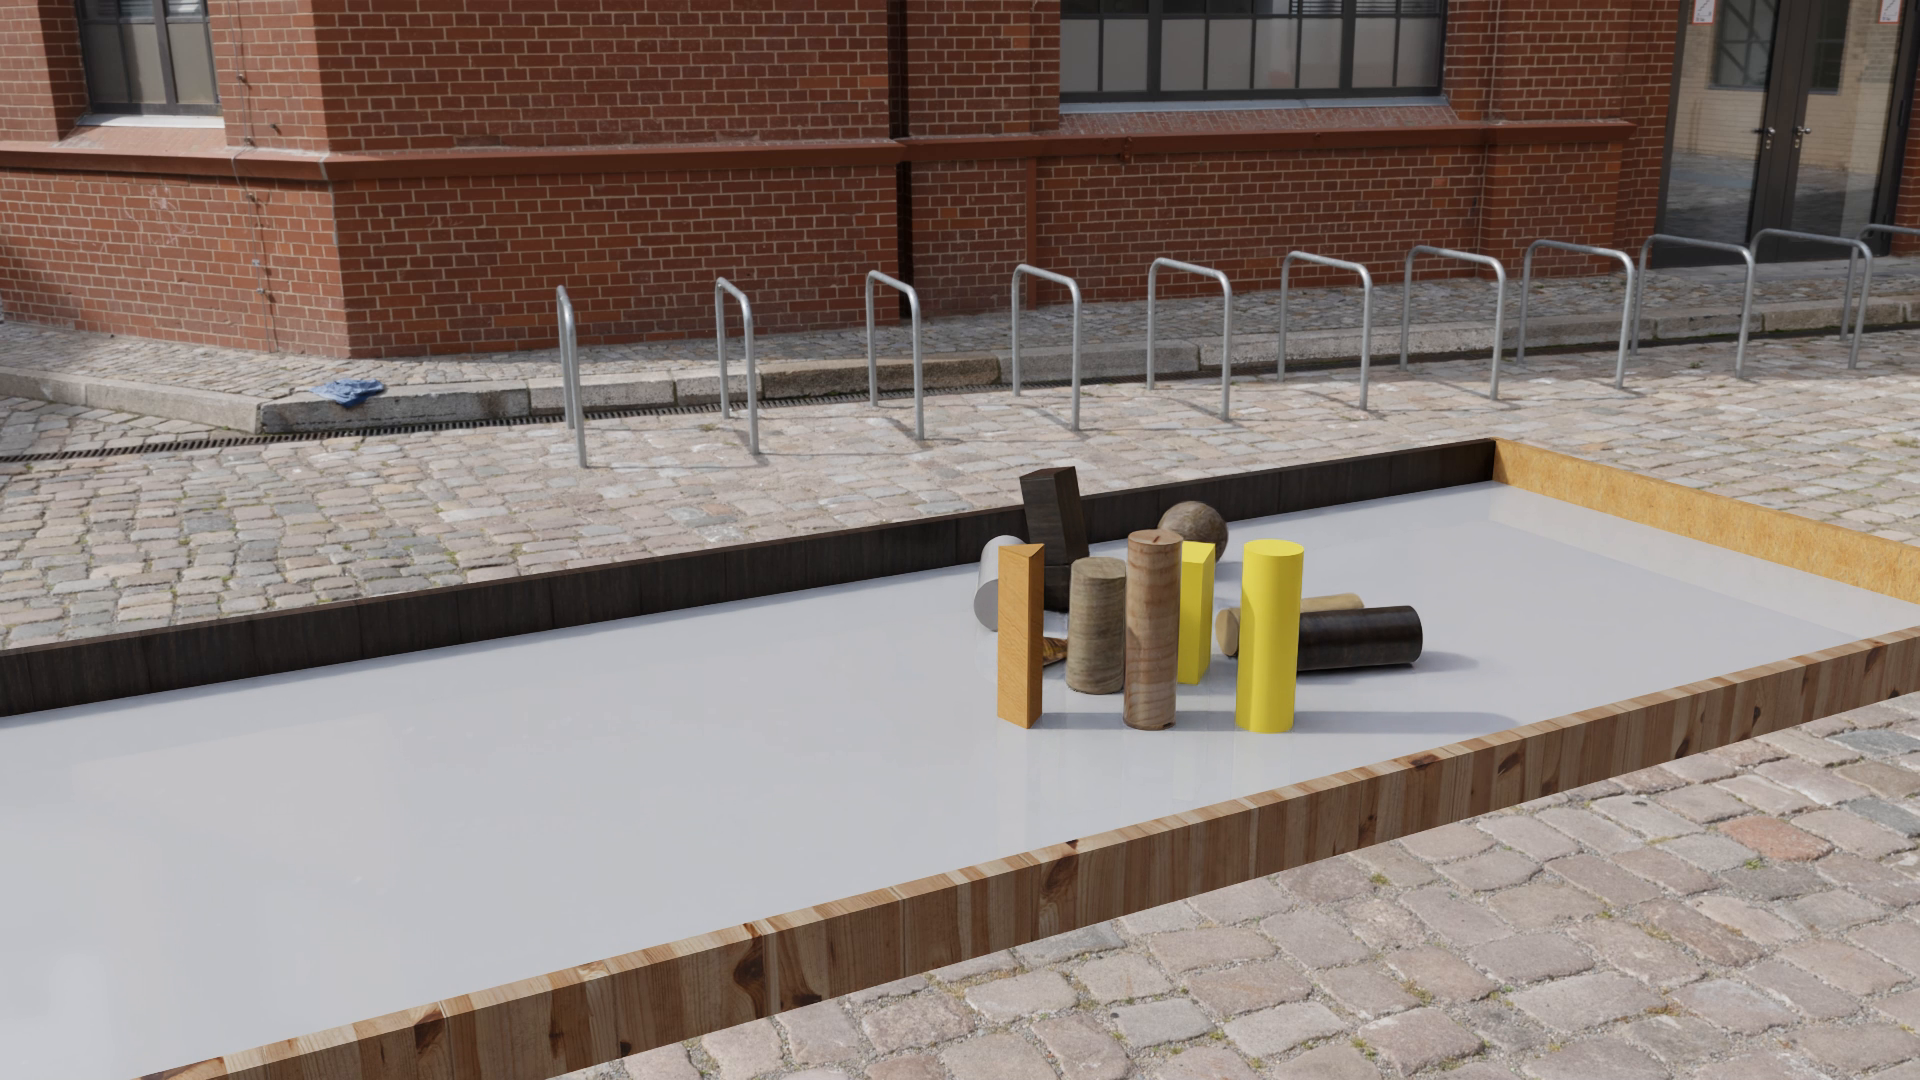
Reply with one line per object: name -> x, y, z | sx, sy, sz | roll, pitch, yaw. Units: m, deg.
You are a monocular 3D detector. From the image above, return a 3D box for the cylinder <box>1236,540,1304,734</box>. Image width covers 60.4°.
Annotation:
cylinder -> 0.717, 0.223, 3.831 | 0.136, 0.430, 0.136 | 0, 16, 0

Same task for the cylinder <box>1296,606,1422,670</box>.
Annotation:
cylinder -> 0.963, 0.254, 4.229 | 0.408, 0.148, 0.148 | -3, 17, -11

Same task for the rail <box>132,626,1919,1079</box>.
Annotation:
rail -> -2.336, 1.006, 1.665 | 12.000, 0.150, 0.050 | -9, 18, -27

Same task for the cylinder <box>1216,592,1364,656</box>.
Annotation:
cylinder -> 0.880, 0.222, 4.382 | 0.390, 0.123, 0.123 | -6, 18, -20

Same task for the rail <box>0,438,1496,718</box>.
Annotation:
rail -> -3.305, 0.497, 3.399 | 12.000, 0.150, 0.050 | -9, 18, -27

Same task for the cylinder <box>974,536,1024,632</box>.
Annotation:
cylinder -> 0.125, 0.118, 4.680 | 0.153, 0.153, 0.419 | 1, 16, 3

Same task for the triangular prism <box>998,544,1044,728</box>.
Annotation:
triangular prism -> 0.159, 0.220, 3.859 | 0.093, 0.422, 0.107 | -14, 21, -39

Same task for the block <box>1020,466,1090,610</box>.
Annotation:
block -> 0.278, -0.005, 4.662 | 0.115, 0.385, 0.115 | -3, 11, 37

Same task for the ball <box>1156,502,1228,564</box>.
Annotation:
ball -> 0.702, -0.009, 5.003 | 0.215, 0.215, 0.215 | 0, 16, 0

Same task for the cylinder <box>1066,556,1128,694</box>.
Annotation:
cylinder -> 0.344, 0.211, 4.077 | 0.153, 0.307, 0.153 | 1, 20, 0

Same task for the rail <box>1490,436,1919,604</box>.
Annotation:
rail -> 2.466, -0.048, 5.253 | 0.050, 0.150, 2.100 | -9, 18, -27

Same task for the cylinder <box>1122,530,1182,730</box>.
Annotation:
cylinder -> 0.447, 0.210, 3.838 | 0.125, 0.452, 0.125 | 0, 16, 0

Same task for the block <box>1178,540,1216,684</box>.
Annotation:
block -> 0.538, 0.178, 4.186 | 0.177, 0.318, 0.177 | 5, 17, 18

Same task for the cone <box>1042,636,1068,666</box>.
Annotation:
cone -> 0.262, 0.283, 4.298 | 0.347, 0.107, 0.107 | -3, 14, -42
